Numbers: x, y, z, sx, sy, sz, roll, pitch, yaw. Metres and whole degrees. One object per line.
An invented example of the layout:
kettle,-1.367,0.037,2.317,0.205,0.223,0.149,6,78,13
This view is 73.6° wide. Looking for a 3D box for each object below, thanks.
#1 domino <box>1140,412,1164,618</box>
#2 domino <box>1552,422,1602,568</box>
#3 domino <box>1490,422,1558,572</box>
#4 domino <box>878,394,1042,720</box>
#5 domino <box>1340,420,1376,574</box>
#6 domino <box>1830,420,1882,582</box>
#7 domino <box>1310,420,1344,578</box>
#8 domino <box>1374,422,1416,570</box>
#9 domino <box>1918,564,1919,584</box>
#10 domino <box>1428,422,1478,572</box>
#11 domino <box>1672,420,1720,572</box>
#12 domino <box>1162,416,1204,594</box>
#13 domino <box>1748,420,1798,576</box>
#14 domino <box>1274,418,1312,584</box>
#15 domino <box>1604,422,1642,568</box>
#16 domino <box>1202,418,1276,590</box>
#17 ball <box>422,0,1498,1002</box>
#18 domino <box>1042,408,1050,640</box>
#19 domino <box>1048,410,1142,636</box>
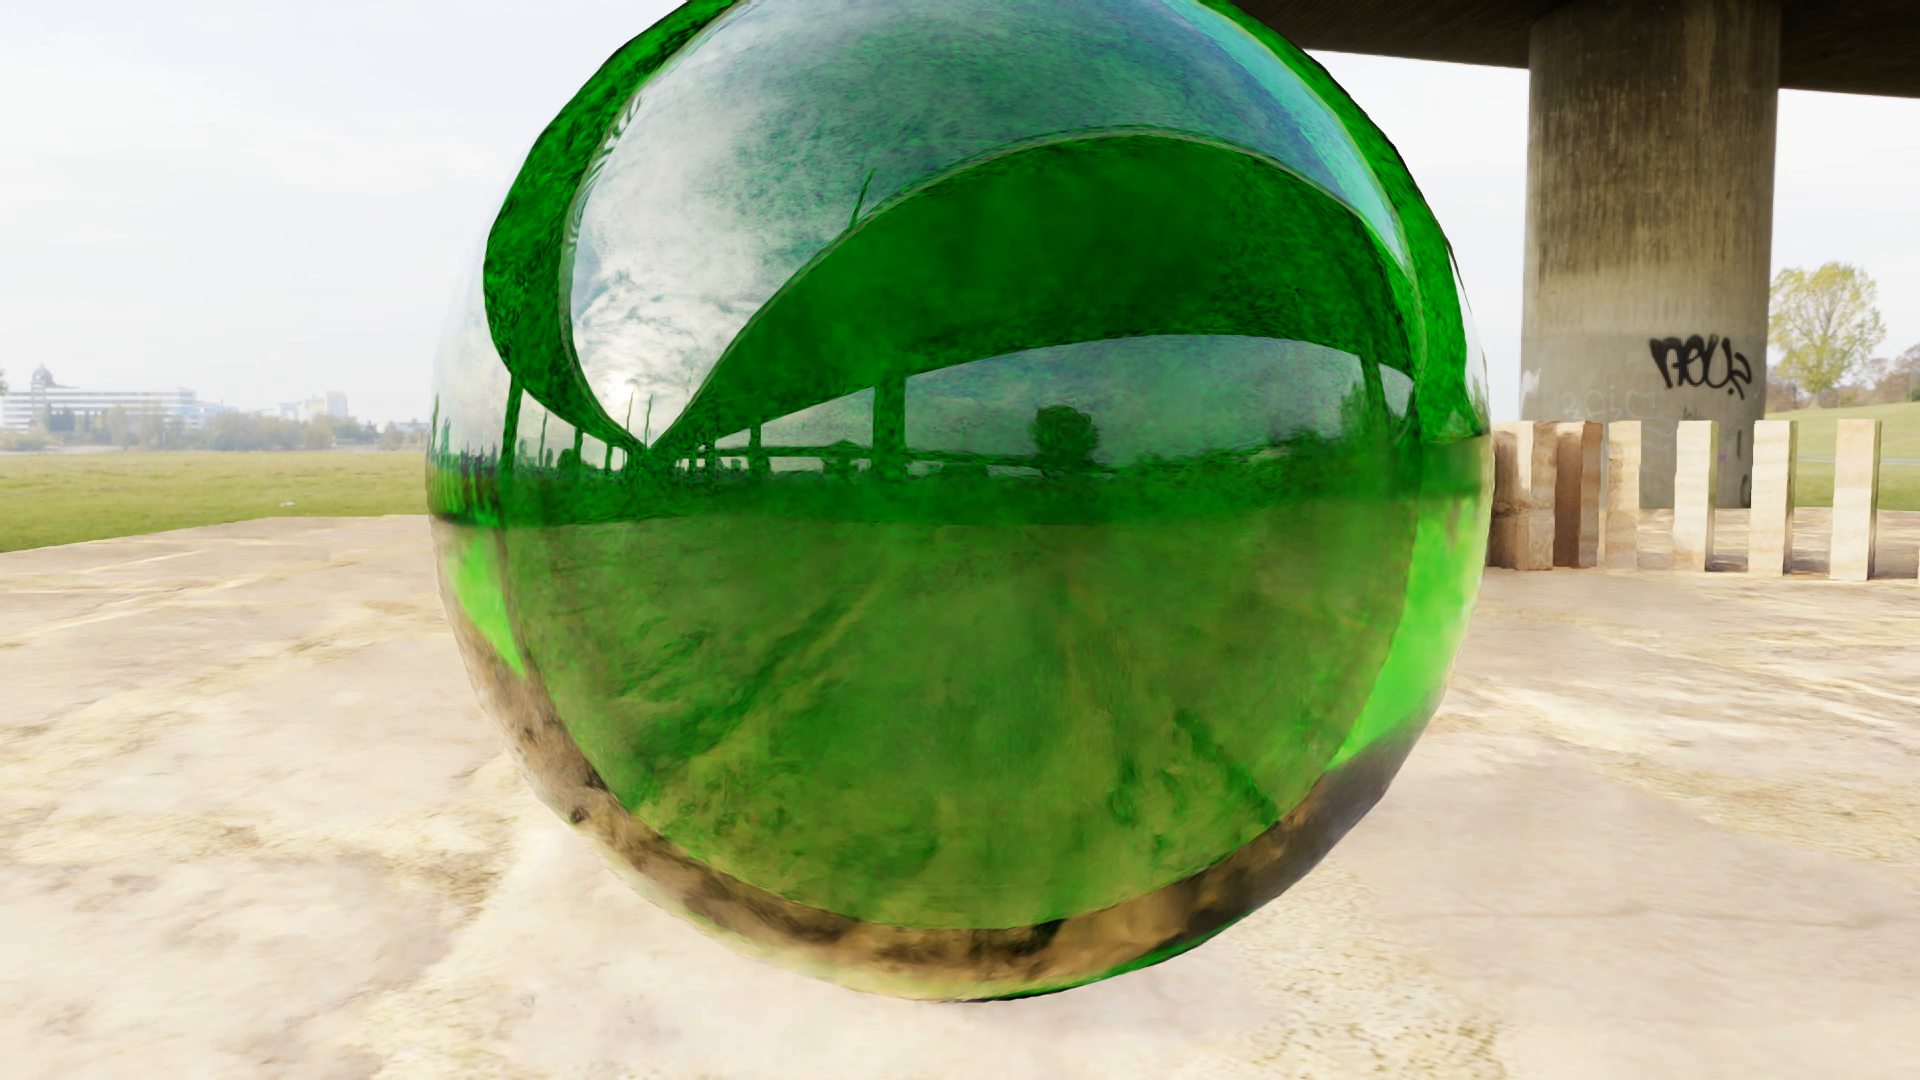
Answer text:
domino,0.037,-0.006,0.316,0.025,0.050,0.009,1,4,7
domino,0.210,-0.016,0.450,0.009,0.050,0.025,-2,5,-27
domino,0.191,-0.015,0.439,0.009,0.050,0.025,-1,4,-13
domino,0.000,0.002,0.201,0.025,0.050,0.010,0,4,0
domino,0.126,-0.015,0.433,0.009,0.050,0.025,-4,6,-39
domino,0.286,-0.013,0.409,0.010,0.050,0.025,4,6,40
domino,0.110,-0.014,0.417,0.025,0.050,0.010,4,6,44
domino,0.146,-0.016,0.441,0.010,0.050,0.025,0,4,-4
domino,0.303,-0.012,0.395,0.009,0.050,0.025,4,6,40
domino,0.169,-0.015,0.439,0.009,0.050,0.025,1,4,8
domino,0.251,-0.015,0.437,0.009,0.050,0.025,3,5,36
domino,0.060,-0.010,0.374,0.010,0.050,0.025,-2,5,-19
domino,0.268,-0.014,0.423,0.009,0.050,0.025,3,5,38
domino,0.095,-0.012,0.400,0.025,0.050,0.009,3,5,38
domino,0.232,-0.016,0.449,0.009,0.050,0.025,2,5,26
domino,0.081,-0.011,0.383,0.009,0.050,0.025,-4,6,-41
ball,0.000,-0.005,0.103,0.080,0.080,0.080,0,4,0
domino,0.009,-0.004,0.287,0.009,0.050,0.025,-3,5,-31
domino,0.029,-0.005,0.296,0.009,0.050,0.025,-4,6,-39
